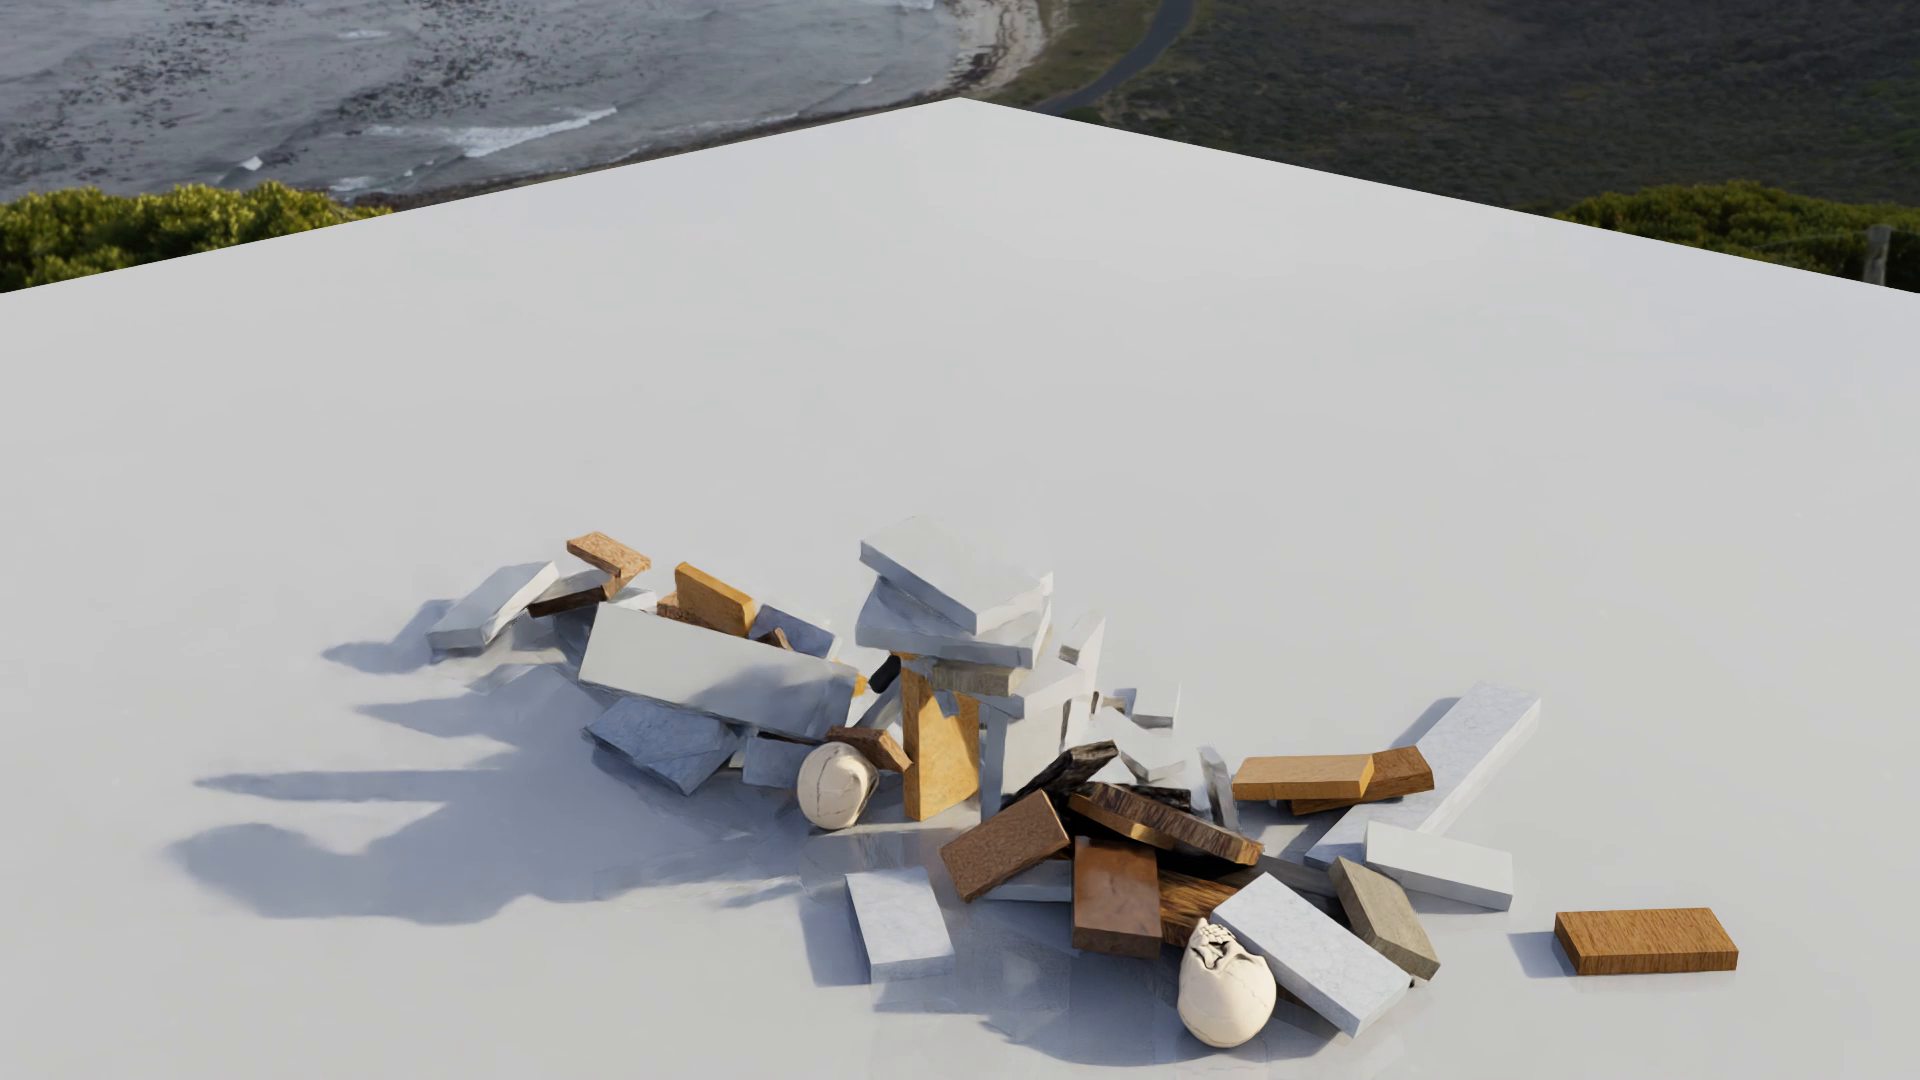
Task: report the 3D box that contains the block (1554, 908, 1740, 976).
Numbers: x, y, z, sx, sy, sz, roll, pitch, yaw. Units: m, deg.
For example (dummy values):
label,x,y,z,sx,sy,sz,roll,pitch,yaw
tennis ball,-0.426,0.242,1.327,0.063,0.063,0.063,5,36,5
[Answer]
label,x,y,z,sx,sy,sz,roll,pitch,yaw
block,1.244,0.728,3.993,0.287,0.041,0.144,-1,23,-3

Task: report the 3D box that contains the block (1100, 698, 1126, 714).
label,x,y,z,sx,sy,sz,roll,pitch,yaw
block,0.316,0.366,4.879,0.101,0.014,0.050,3,23,6

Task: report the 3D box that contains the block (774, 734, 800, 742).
label,x,y,z,sx,sy,sz,roll,pitch,yaw
block,-0.415,0.338,4.825,0.279,0.040,0.139,35,39,31

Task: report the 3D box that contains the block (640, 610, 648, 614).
label,x,y,z,sx,sy,sz,roll,pitch,yaw
block,-0.745,0.210,5.144,0.094,0.027,0.187,-14,23,-32

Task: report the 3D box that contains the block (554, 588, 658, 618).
label,x,y,z,sx,sy,sz,roll,pitch,yaw
block,-0.854,0.150,5.273,0.130,0.037,0.259,-21,15,-40

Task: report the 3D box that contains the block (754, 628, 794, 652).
label,x,y,z,sx,sy,sz,roll,pitch,yaw
block,-0.374,0.277,4.618,0.086,0.171,0.024,-29,-1,30

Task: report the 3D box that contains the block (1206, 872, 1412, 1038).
label,x,y,z,sx,sy,sz,roll,pitch,yaw
block,0.606,0.718,3.824,0.321,0.046,0.161,34,40,30

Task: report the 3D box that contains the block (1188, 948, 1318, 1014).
label,x,y,z,sx,sy,sz,roll,pitch,yaw
block,0.589,0.752,3.929,0.321,0.046,0.161,17,28,34

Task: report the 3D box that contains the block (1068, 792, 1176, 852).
label,x,y,z,sx,sy,sz,roll,pitch,yaw
block,0.308,0.538,4.208,0.106,0.030,0.211,22,-2,-33

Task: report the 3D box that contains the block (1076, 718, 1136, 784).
label,x,y,z,sx,sy,sz,roll,pitch,yaw
block,0.253,0.459,4.589,0.131,0.037,0.262,-13,30,-16

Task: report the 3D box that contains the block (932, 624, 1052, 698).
label,x,y,z,sx,sy,sz,roll,pitch,yaw
block,0.064,0.218,4.164,0.147,0.042,0.293,6,19,17

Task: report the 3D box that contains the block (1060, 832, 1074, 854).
label,x,y,z,sx,sy,sz,roll,pitch,yaw
block,0.204,0.596,4.334,0.109,0.015,0.054,18,27,36

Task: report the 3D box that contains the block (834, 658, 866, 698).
label,x,y,z,sx,sy,sz,roll,pitch,yaw
block,-0.341,0.279,4.757,0.136,0.039,0.272,-17,31,-37

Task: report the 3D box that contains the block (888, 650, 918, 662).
label,x,y,z,sx,sy,sz,roll,pitch,yaw
block,-0.091,0.188,4.136,0.050,0.014,0.100,18,37,18

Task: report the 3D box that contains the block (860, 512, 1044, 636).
label,x,y,z,sx,sy,sz,roll,pitch,yaw
block,-0.018,0.061,4.169,0.168,0.048,0.337,-22,39,-36

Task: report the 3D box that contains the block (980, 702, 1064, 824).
label,x,y,z,sx,sy,sz,roll,pitch,yaw
block,0.119,0.446,4.279,0.047,0.334,0.167,25,34,36

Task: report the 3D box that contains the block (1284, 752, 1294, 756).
label,x,y,z,sx,sy,sz,roll,pitch,yaw
block,0.664,0.485,4.594,0.134,0.019,0.067,-17,28,-34

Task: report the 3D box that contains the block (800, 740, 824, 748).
label,x,y,z,sx,sy,sz,roll,pitch,yaw
block,-0.344,0.354,4.752,0.272,0.039,0.136,35,39,31

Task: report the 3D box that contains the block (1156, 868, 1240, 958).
label,x,y,z,sx,sy,sz,roll,pitch,yaw
block,0.398,0.675,4.028,0.161,0.046,0.321,-23,21,-40

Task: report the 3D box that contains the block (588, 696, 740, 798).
label,x,y,z,sx,sy,sz,roll,pitch,yaw
block,-0.627,0.416,4.640,0.321,0.046,0.161,22,57,42

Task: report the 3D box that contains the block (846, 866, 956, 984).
label,x,y,z,sx,sy,sz,roll,pitch,yaw
block,-0.113,0.705,4.045,0.152,0.043,0.304,-4,23,-10

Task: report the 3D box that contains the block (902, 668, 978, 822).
label,x,y,z,sx,sy,sz,roll,pitch,yaw
block,-0.038,0.384,4.428,0.047,0.334,0.167,21,31,41

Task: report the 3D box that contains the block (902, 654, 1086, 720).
label,x,y,z,sx,sy,sz,roll,pitch,yaw
block,0.062,0.248,4.256,0.167,0.047,0.334,-22,30,-40

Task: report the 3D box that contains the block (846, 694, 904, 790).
label,x,y,z,sx,sy,sz,roll,pitch,yaw
block,-0.198,0.415,4.640,0.136,0.039,0.272,-20,46,-41

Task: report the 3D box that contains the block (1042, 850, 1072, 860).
label,x,y,z,sx,sy,sz,roll,pitch,yaw
block,0.202,0.630,4.257,0.109,0.015,0.054,21,31,40

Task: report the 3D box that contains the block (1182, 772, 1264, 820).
label,x,y,z,sx,sy,sz,roll,pitch,yaw
block,0.534,0.522,4.497,0.182,0.026,0.091,-13,26,-28

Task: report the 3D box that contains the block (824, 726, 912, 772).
label,x,y,z,sx,sy,sz,roll,pitch,yaw
block,-0.185,0.419,4.418,0.186,0.093,0.026,-2,42,52

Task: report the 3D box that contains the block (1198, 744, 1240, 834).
label,x,y,z,sx,sy,sz,roll,pitch,yaw
block,0.510,0.505,4.306,0.027,0.190,0.095,-16,17,-7

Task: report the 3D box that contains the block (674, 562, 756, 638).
label,x,y,z,sx,sy,sz,roll,pitch,yaw
block,-0.535,0.136,4.805,0.213,0.107,0.030,26,44,32

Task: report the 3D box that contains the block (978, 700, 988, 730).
label,x,y,z,sx,sy,sz,roll,pitch,yaw
block,0.104,0.346,4.738,0.229,0.032,0.114,-8,57,29

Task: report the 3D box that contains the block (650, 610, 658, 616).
label,x,y,z,sx,sy,sz,roll,pitch,yaw
block,-0.564,0.209,4.938,0.279,0.040,0.139,22,31,39

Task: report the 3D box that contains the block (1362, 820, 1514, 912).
label,x,y,z,sx,sy,sz,roll,pitch,yaw
block,0.908,0.619,4.185,0.277,0.039,0.139,12,28,6

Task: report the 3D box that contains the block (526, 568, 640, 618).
label,x,y,z,sx,sy,sz,roll,pitch,yaw
block,-0.896,0.117,5.217,0.259,0.037,0.130,-14,21,35
